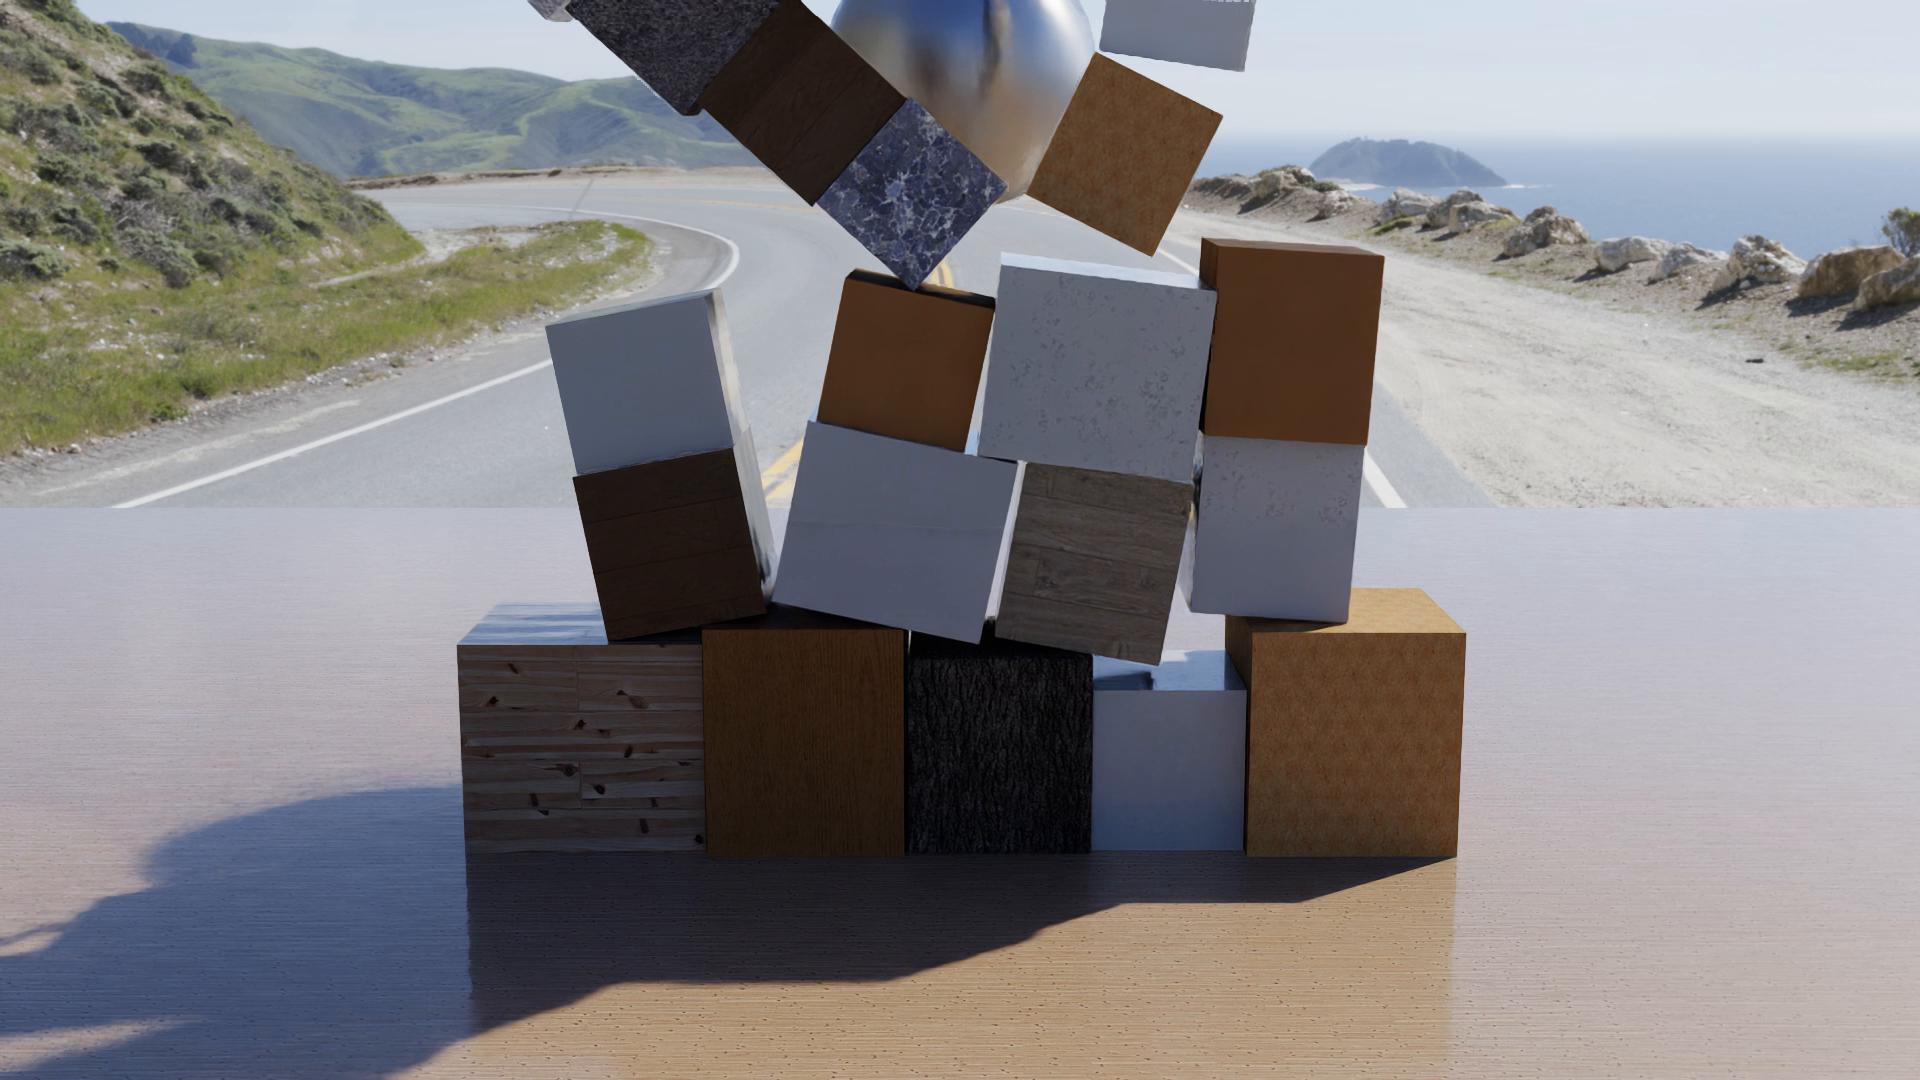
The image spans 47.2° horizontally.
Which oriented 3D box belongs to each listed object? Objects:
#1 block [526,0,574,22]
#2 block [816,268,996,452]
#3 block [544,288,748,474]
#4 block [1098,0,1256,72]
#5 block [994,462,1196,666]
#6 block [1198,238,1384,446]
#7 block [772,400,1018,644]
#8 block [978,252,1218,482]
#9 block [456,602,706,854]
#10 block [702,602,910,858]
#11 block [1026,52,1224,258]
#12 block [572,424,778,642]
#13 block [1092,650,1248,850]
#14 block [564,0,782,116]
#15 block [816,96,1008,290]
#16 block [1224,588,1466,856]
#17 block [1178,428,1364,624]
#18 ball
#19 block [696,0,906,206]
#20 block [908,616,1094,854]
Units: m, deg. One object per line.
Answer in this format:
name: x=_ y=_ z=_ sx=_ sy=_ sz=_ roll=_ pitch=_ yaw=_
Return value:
block: x=-1.949 y=-2.971 z=10.630 sx=0.651 sy=0.633 sz=0.616 roll=-44 pitch=9 yaw=9
block: x=-0.257 y=-0.918 z=11.004 sx=0.733 sy=0.698 sz=0.874 roll=12 pitch=10 yaw=-1
block: x=-1.556 y=-0.815 z=11.066 sx=0.785 sy=0.735 sz=0.747 roll=-10 pitch=10 yaw=2
block: x=1.103 y=-2.689 z=10.802 sx=0.686 sy=0.671 sz=0.666 roll=10 pitch=13 yaw=7
block: x=0.672 y=0.036 z=11.216 sx=0.831 sy=0.921 sz=0.817 roll=10 pitch=10 yaw=0
block: x=1.612 y=-1.013 z=11.017 sx=0.792 sy=0.913 sz=0.912 roll=3 pitch=11 yaw=0
block: x=-0.317 y=-0.123 z=11.142 sx=1.034 sy=0.906 sz=1.018 roll=12 pitch=10 yaw=-2
block: x=0.662 y=-0.891 z=11.023 sx=1.035 sy=0.921 sz=1.048 roll=7 pitch=11 yaw=0
block: x=-1.867 y=0.949 z=11.364 sx=1.202 sy=1.068 sz=0.997 roll=0 pitch=10 yaw=0
block: x=-0.766 y=0.904 z=11.363 sx=0.980 sy=1.156 sz=1.134 roll=0 pitch=10 yaw=0
block: x=0.827 y=-1.913 z=10.900 sx=0.688 sy=0.751 sz=0.672 roll=27 pitch=13 yaw=1
block: x=-1.417 y=-0.051 z=11.182 sx=0.797 sy=0.834 sz=0.874 roll=-10 pitch=10 yaw=2
block: x=1.038 y=1.071 z=11.368 sx=0.763 sy=0.825 sz=0.872 roll=0 pitch=10 yaw=0
block: x=-1.341 y=-2.593 z=10.670 sx=0.735 sy=0.746 sz=0.649 roll=42 pitch=8 yaw=-8
block: x=-0.234 y=-1.714 z=10.847 sx=0.629 sy=0.674 sz=0.720 roll=42 pitch=7 yaw=-8
block: x=1.947 y=0.914 z=11.354 sx=1.042 sy=1.139 sz=1.098 roll=0 pitch=10 yaw=0
block: x=1.569 y=-0.124 z=11.204 sx=0.783 sy=0.906 sz=0.747 roll=4 pitch=10 yaw=0
ball: x=0.000 y=-2.726 z=12.793 sx=1.600 sy=1.600 sz=1.600 roll=0 pitch=10 yaw=0
block: x=-0.757 y=-2.151 z=10.775 sx=0.741 sy=0.681 sz=0.718 roll=42 pitch=7 yaw=-8
block: x=0.202 y=0.986 z=11.368 sx=0.908 sy=0.994 sz=0.986 roll=0 pitch=10 yaw=0
